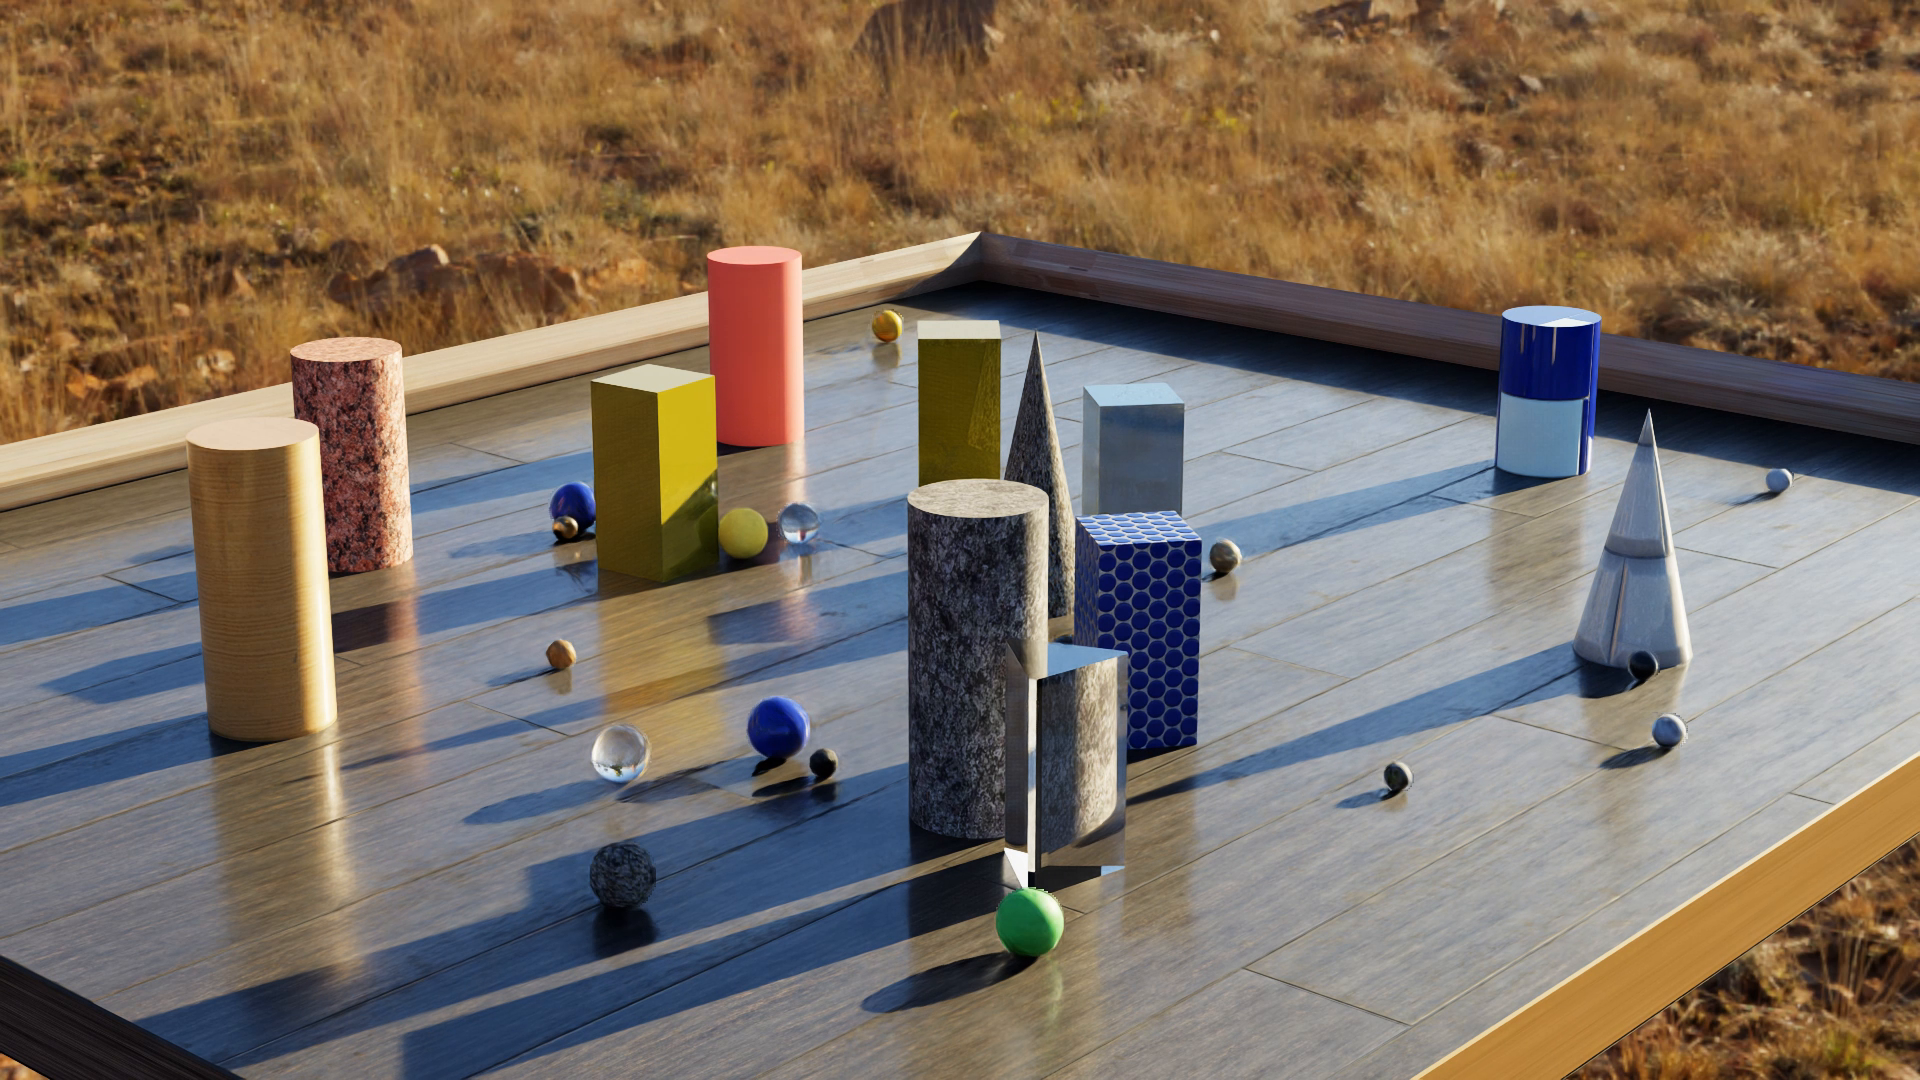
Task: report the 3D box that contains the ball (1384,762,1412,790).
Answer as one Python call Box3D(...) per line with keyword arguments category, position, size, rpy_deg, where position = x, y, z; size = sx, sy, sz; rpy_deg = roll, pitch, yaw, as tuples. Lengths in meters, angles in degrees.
Box3D(category="ball", position=(0.633, 0.342, 4.244), size=(0.040, 0.040, 0.040), rpy_deg=(0, 17, 0))

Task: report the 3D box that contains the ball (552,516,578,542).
Box3D(category="ball", position=(-0.731, -0.022, 5.437), size=(0.048, 0.048, 0.048), rpy_deg=(0, 17, 0))

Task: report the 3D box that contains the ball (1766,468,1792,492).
Box3D(category="ball", position=(1.606, -0.117, 5.750), size=(0.050, 0.050, 0.050), rpy_deg=(0, 17, 0))

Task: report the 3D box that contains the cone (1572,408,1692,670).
Box3D(category="cone", position=(1.111, -0.016, 4.784), size=(0.195, 0.414, 0.195), rpy_deg=(0, 17, 0))

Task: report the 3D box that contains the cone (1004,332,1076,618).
Box3D(category="cone", position=(0.129, -0.127, 5.027), size=(0.195, 0.485, 0.195), rpy_deg=(0, 17, 0))

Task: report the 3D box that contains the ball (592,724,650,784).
Box3D(category="ball", position=(-0.494, 0.311, 4.269), size=(0.085, 0.085, 0.085), rpy_deg=(0, 17, 0))

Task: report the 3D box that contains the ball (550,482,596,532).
Box3D(category="ball", position=(-0.722, -0.062, 5.494), size=(0.093, 0.093, 0.093), rpy_deg=(0, 17, 0))

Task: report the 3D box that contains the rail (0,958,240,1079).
Box3D(category="rail", position=(-1.344, 0.479, 3.639), size=(3.457, 0.127, 0.045), rpy_deg=(14, 22, 39))

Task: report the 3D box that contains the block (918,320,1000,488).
Box3D(category="block", position=(-0.002, -0.237, 5.640), size=(0.156, 0.343, 0.156), rpy_deg=(0, 17, -1))

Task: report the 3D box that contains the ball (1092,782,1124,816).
Box3D(category="ball", position=(0.210, 0.367, 4.151), size=(0.047, 0.047, 0.047), rpy_deg=(0, 17, 0))

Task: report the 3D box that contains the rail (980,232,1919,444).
Box3D(category="rail", position=(1.344, -0.415, 6.602), size=(3.457, 0.127, 0.045), rpy_deg=(14, 22, 39))

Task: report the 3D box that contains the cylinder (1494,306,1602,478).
Box3D(category="cylinder", position=(1.183, -0.300, 5.906), size=(0.195, 0.309, 0.195), rpy_deg=(0, 17, 0))

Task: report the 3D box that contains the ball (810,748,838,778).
Box3D(category="ball", position=(-0.199, 0.326, 4.293), size=(0.042, 0.042, 0.042), rpy_deg=(0, 17, 0))

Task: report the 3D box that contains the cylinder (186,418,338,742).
Box3D(category="cylinder", position=(-1.061, 0.059, 4.463), size=(0.195, 0.457, 0.195), rpy_deg=(0, 17, 0))

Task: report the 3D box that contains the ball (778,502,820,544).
Box3D(category="ball", position=(-0.298, -0.031, 5.416), size=(0.077, 0.077, 0.077), rpy_deg=(0, 17, 0))

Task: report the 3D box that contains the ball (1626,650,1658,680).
Box3D(category="ball", position=(1.094, 0.200, 4.700), size=(0.048, 0.048, 0.048), rpy_deg=(0, 17, 0))

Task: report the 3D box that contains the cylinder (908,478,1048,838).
Box3D(category="cylinder", position=(0.025, 0.164, 4.099), size=(0.195, 0.464, 0.195), rpy_deg=(0, 17, 0))

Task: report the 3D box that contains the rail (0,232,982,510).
Box3D(category="rail", position=(-1.287, -0.291, 6.190), size=(0.045, 0.127, 4.146), rpy_deg=(14, 22, 39))

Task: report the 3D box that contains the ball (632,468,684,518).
Box3D(category="ball", position=(-0.575, -0.089, 5.575), size=(0.097, 0.097, 0.097), rpy_deg=(0, 17, 0))

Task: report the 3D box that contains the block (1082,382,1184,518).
Box3D(category="block", position=(0.317, -0.133, 5.404), size=(0.156, 0.280, 0.156), rpy_deg=(-3, 17, -8))

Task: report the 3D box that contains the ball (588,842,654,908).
Box3D(category="ball", position=(-0.443, 0.439, 3.844), size=(0.086, 0.086, 0.086), rpy_deg=(0, 17, 0))

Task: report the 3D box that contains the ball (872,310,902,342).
Box3D(category="ball", position=(-0.174, -0.511, 7.013), size=(0.074, 0.074, 0.074), rpy_deg=(0, 17, 0))

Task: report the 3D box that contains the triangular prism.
Box3D(category="triangular prism", position=(0.112, 0.295, 3.938), size=(0.169, 0.307, 0.146), rpy_deg=(-13, 21, -38))

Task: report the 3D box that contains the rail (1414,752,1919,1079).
Box3D(category="rail", position=(1.287, 0.354, 4.050), size=(0.045, 0.127, 4.146), rpy_deg=(14, 22, 39))

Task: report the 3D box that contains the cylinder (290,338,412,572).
Box3D(category="cylinder", position=(-1.097, -0.156, 5.294), size=(0.195, 0.387, 0.195), rpy_deg=(0, 17, 0))

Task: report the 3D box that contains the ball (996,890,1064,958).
Box3D(category="ball", position=(0.088, 0.483, 3.698), size=(0.086, 0.086, 0.086), rpy_deg=(0, 17, 0))

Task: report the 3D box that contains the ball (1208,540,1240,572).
Box3D(category="ball", position=(0.474, 0.029, 5.252), size=(0.058, 0.058, 0.058), rpy_deg=(0, 17, 0))

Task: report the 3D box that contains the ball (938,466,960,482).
Box3D(category="ball", position=(-0.022, -0.124, 5.787), size=(0.041, 0.041, 0.041), rpy_deg=(0, 17, 0))

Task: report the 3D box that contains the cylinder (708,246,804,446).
Box3D(category="cylinder", position=(-0.426, -0.406, 6.129), size=(0.195, 0.384, 0.195), rpy_deg=(0, 17, 0))

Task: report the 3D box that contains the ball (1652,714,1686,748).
Box3D(category="ball", position=(1.065, 0.287, 4.409), size=(0.050, 0.050, 0.050), rpy_deg=(0, 17, 0))

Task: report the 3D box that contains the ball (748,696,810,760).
Box3D(category="ball", position=(-0.269, 0.280, 4.358), size=(0.094, 0.094, 0.094), rpy_deg=(0, 17, 0))

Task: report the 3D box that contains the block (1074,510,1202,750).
Box3D(category="block", position=(0.266, 0.136, 4.437), size=(0.156, 0.323, 0.156), rpy_deg=(-3, 17, -10))

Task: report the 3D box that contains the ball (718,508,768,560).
Box3D(category="ball", position=(-0.394, -0.012, 5.326), size=(0.093, 0.093, 0.093), rpy_deg=(0, 17, 0))

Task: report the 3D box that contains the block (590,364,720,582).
Box3D(category="block", position=(-0.545, -0.122, 5.252), size=(0.156, 0.346, 0.156), rpy_deg=(11, 20, 33))

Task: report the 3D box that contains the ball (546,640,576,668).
Box3D(category="ball", position=(-0.647, 0.185, 4.755), size=(0.047, 0.047, 0.047), rpy_deg=(0, 17, 0))

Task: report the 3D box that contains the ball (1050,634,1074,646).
Box3D(category="ball", position=(0.175, 0.191, 4.674), size=(0.081, 0.081, 0.081), rpy_deg=(0, 17, 0))
